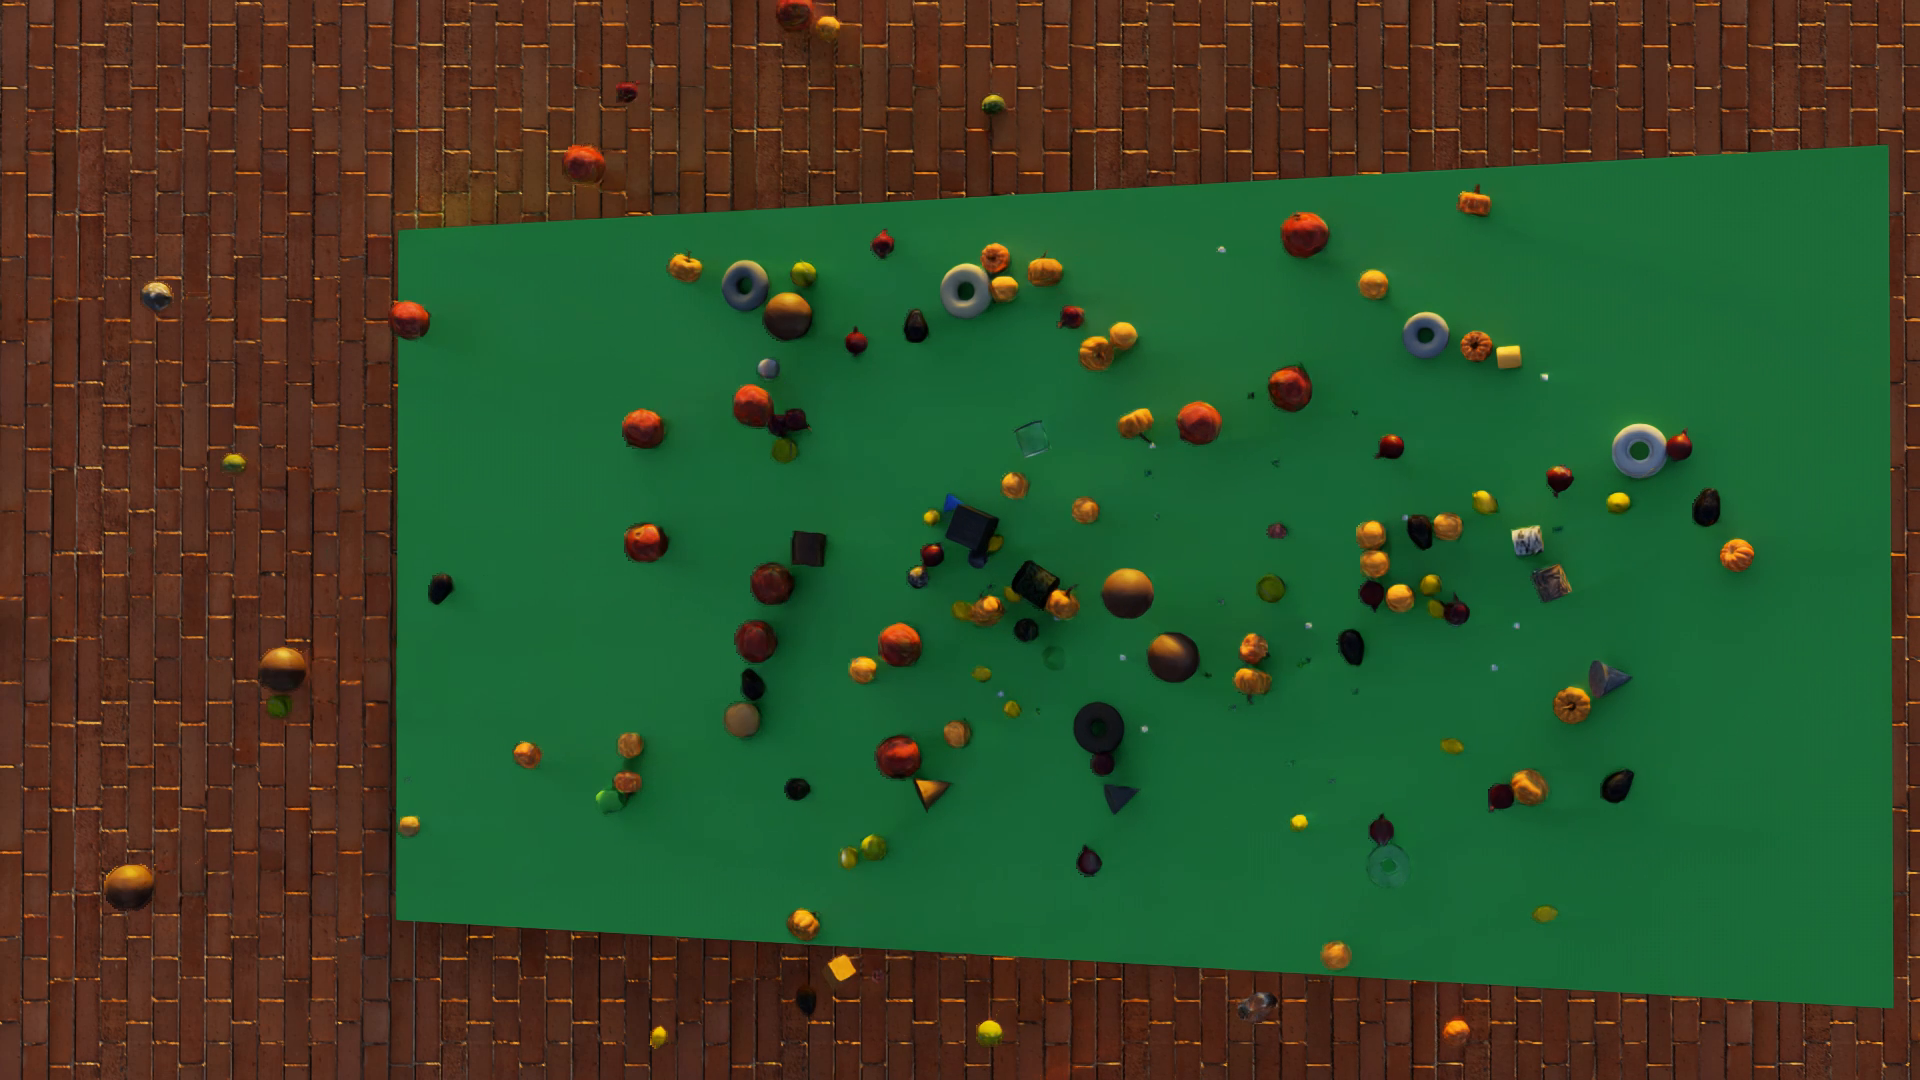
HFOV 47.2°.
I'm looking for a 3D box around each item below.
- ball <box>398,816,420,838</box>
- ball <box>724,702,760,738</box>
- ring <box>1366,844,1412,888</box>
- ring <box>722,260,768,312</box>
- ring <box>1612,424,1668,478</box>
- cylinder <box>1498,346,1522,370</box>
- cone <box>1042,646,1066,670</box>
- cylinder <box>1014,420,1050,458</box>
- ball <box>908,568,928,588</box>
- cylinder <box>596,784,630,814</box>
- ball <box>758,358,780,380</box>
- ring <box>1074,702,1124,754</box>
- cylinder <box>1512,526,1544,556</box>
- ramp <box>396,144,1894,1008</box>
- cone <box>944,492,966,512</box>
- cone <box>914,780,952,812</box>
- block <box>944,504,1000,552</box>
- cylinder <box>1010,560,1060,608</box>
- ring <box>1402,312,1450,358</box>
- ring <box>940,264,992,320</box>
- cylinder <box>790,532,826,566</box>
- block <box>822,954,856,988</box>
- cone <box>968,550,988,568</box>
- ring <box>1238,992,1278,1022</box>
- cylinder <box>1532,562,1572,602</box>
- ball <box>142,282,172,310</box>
[{"bbox_3d":[-1.583,0.823,6.318,0.060,0.060,0.060,0,89,0],"label":"ball"},{"bbox_3d":[-0.590,0.488,5.965,0.098,0.098,0.098,0,89,0],"label":"ball"},{"bbox_3d":[1.060,0.806,5.433,0.112,0.037,0.112,0,90,18],"label":"ring"},{"bbox_3d":[-0.586,-0.694,6.008,0.139,0.046,0.139,0,89,20],"label":"ring"},{"bbox_3d":[1.623,-0.212,5.252,0.131,0.044,0.131,1,92,22],"label":"ring"},{"bbox_3d":[1.336,-0.444,5.349,0.052,0.052,0.052,-4,89,19],"label":"cylinder"},{"bbox_3d":[0.235,0.307,5.704,0.066,0.066,0.066,0,89,19],"label":"cone"},{"bbox_3d":[0.189,-0.262,5.720,0.076,0.076,0.076,-20,85,0],"label":"cylinder"},{"bbox_3d":[-0.110,0.101,5.830,0.056,0.056,0.056,0,89,0],"label":"ball"},{"bbox_3d":[-0.962,0.719,6.104,0.066,0.066,0.066,-22,89,17],"label":"cylinder"},{"bbox_3d":[-0.519,-0.465,5.975,0.059,0.059,0.059,0,89,0],"label":"ball"},{"bbox_3d":[0.358,0.486,5.671,0.135,0.045,0.135,1,92,22],"label":"ring"},{"bbox_3d":[1.375,0.003,5.323,0.065,0.065,0.065,-11,89,18],"label":"cylinder"},{"bbox_3d":[0.278,0.091,5.781,4.000,0.100,2.000,0,89,19],"label":"ramp"},{"bbox_3d":[-0.010,-0.096,5.815,0.054,0.054,0.054,9,89,-8],"label":"cone"},{"bbox_3d":[-0.061,0.658,5.813,0.092,0.092,0.092,-21,89,-9],"label":"cone"},{"bbox_3d":[0.033,-0.032,5.764,0.093,0.093,0.093,23,97,18],"label":"block"},{"bbox_3d":[0.196,0.115,5.707,0.091,0.091,0.091,33,89,16],"label":"cylinder"},{"bbox_3d":[1.148,-0.504,5.421,0.116,0.039,0.116,0,91,19],"label":"ring"},{"bbox_3d":[0.017,-0.655,5.801,0.146,0.049,0.146,-1,88,19],"label":"ring"},{"bbox_3d":[-0.408,0.023,5.915,0.088,0.088,0.088,5,91,0],"label":"cylinder"},{"bbox_3d":[-0.347,1.234,6.299,0.062,0.062,0.062,-25,76,-33],"label":"block"},{"bbox_3d":[0.038,0.048,5.781,0.055,0.055,0.055,0,89,19],"label":"cone"},{"bbox_3d":[0.865,1.359,6.399,0.124,0.124,0.041,-21,54,0],"label":"ring"},{"bbox_3d":[1.425,0.103,5.296,0.073,0.073,0.073,-23,88,0],"label":"cylinder"},{"bbox_3d":[-2.354,-0.713,6.440,0.083,0.083,0.083,0,89,0],"label":"ball"}]
